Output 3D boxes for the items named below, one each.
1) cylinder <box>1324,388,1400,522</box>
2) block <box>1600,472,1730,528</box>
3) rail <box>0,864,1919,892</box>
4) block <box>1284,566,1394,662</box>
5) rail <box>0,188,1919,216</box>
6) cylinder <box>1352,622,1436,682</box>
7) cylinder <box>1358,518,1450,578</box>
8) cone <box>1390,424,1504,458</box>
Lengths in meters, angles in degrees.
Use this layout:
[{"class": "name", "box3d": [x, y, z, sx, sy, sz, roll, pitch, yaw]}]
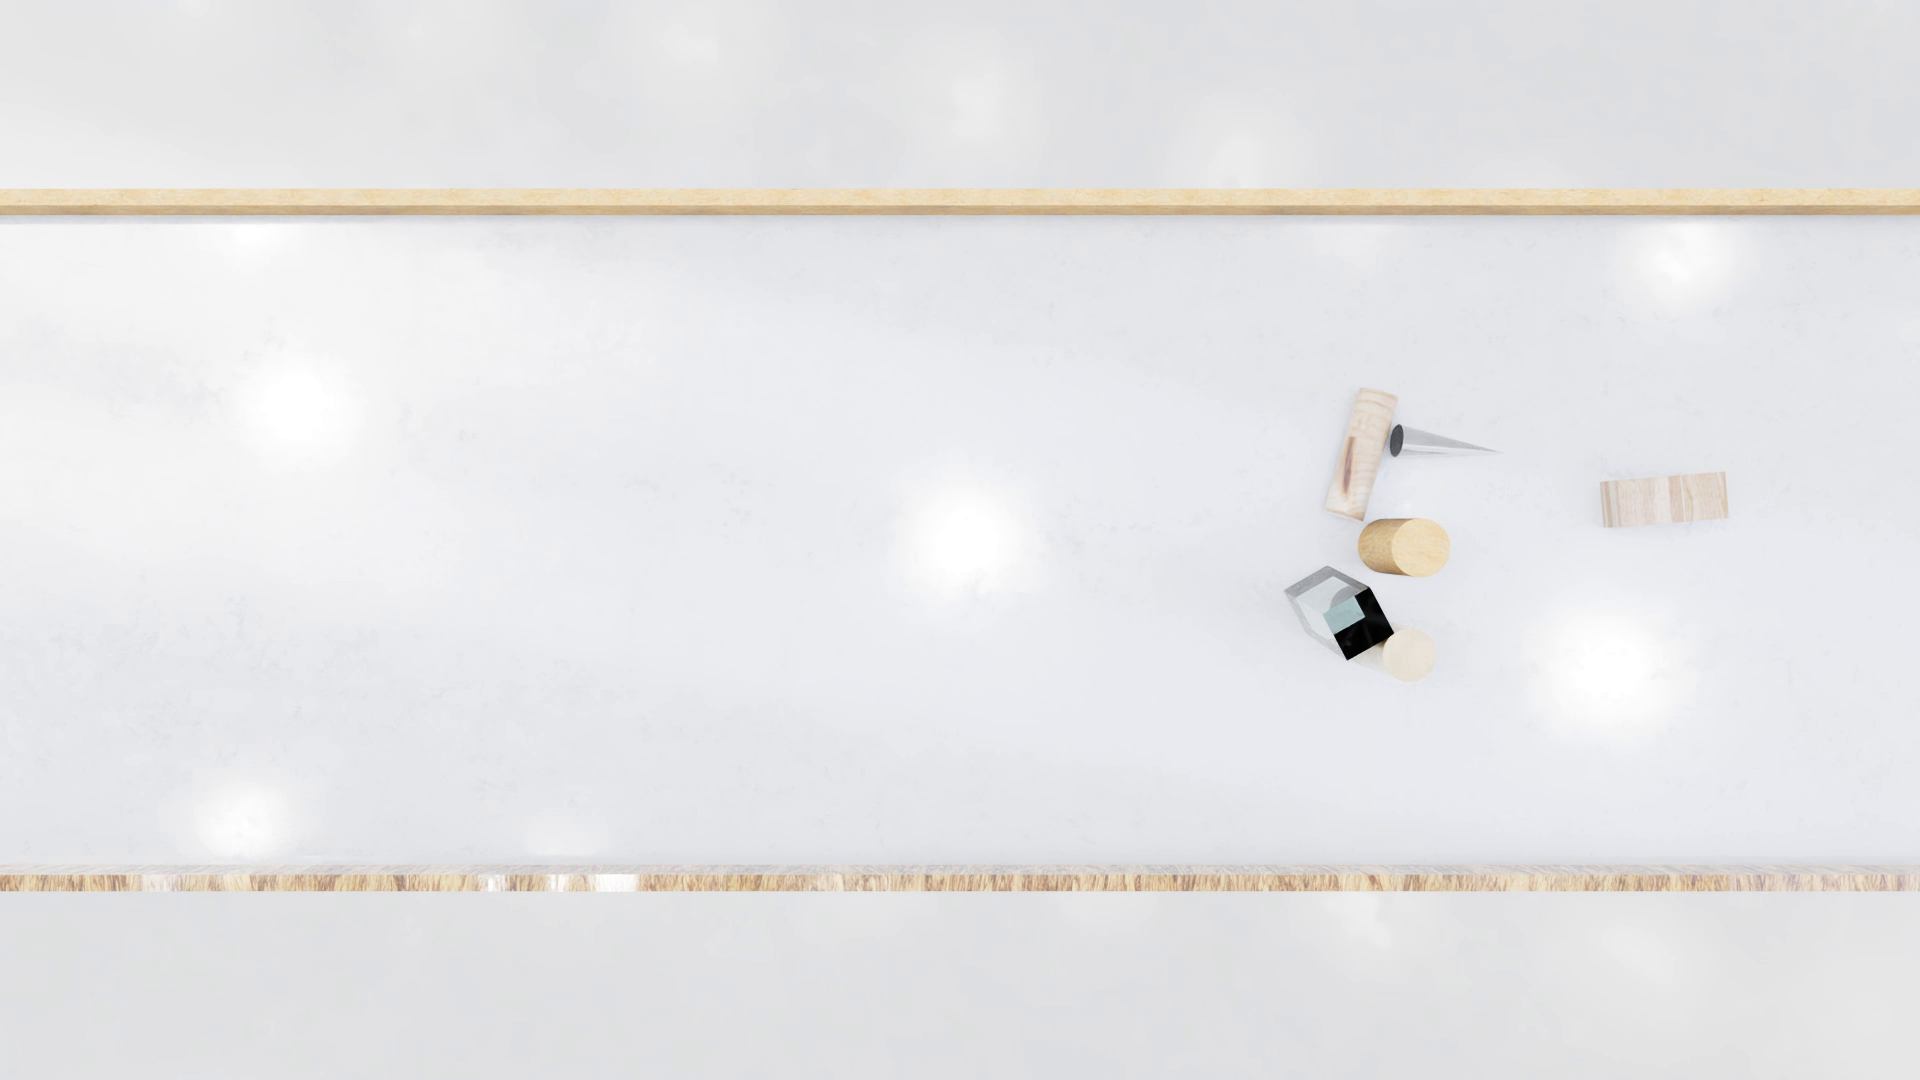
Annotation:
[{"class": "cylinder", "box3d": [1.221, -0.258, 5.016, 0.122, 0.122, 0.391, 16, 90, 0]}, {"class": "block", "box3d": [2.135, -0.122, 5.006, 0.323, 0.142, 0.142, -5, 90, 0]}, {"class": "rail", "box3d": [-2.247, 1.025, 5.001, 12.000, 0.150, 0.050, 0, 90, 0]}, {"class": "block", "box3d": [1.112, 0.210, 4.865, 0.156, 0.404, 0.156, -30, 99, 0]}, {"class": "rail", "box3d": [-2.247, -1.025, 5.002, 12.000, 0.150, 0.050, 0, 90, 0]}, {"class": "cylinder", "box3d": [1.272, 0.321, 4.881, 0.155, 0.384, 0.155, 0, 92, -2]}, {"class": "cylinder", "box3d": [1.313, 0.020, 4.892, 0.170, 0.365, 0.170, 0, 91, -1]}, {"class": "cone", "box3d": [1.509, -0.284, 5.051, 0.362, 0.102, 0.102, 6, 90, -8]}]
